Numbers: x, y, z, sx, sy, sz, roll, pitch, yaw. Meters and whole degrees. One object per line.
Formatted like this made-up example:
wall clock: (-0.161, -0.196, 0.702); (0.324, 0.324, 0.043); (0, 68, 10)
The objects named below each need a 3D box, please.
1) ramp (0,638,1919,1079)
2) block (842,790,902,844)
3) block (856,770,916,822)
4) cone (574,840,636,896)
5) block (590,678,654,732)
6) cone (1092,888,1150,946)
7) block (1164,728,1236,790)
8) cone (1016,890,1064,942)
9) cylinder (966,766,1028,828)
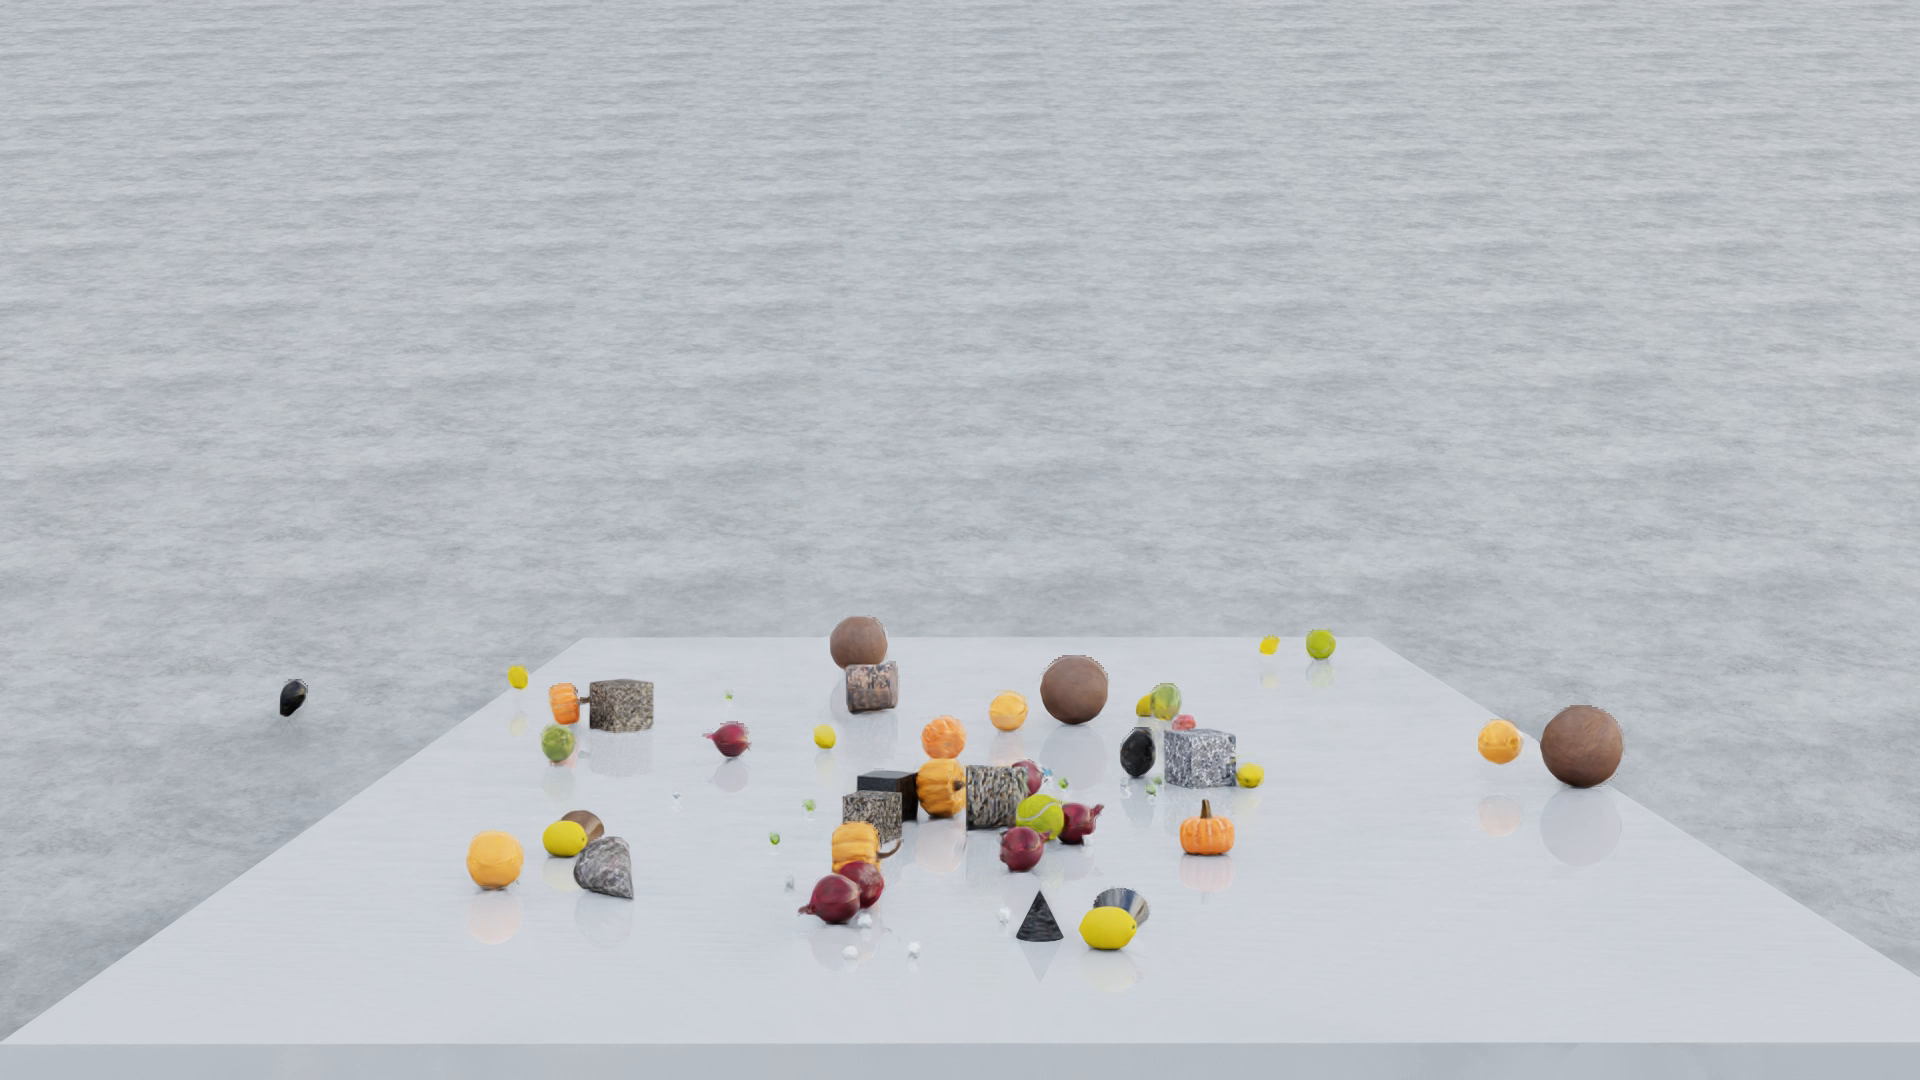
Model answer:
ramp: (0.047, 0.422, 4.534); (2.000, 0.100, 4.000); (0, 4, 0)
block: (-0.125, 0.395, 3.661); (0.064, 0.064, 0.064); (1, 4, 23)
block: (-0.109, 0.382, 3.830); (0.067, 0.067, 0.067); (2, 4, 25)
cone: (-0.434, 0.433, 3.261); (0.082, 0.082, 0.082); (-16, 26, -37)
block: (-0.637, 0.311, 4.833); (0.086, 0.086, 0.086); (-3, 5, -43)
cone: (0.185, 0.453, 2.994); (0.067, 0.067, 0.067); (3, 31, 8)
block: (0.388, 0.354, 4.156); (0.083, 0.083, 0.083); (-2, 4, -27)
cone: (0.094, 0.438, 3.017); (0.057, 0.057, 0.057); (0, 4, 0)
cylinder: (0.055, 0.375, 3.757); (0.089, 0.089, 0.089); (0, 20, -1)
